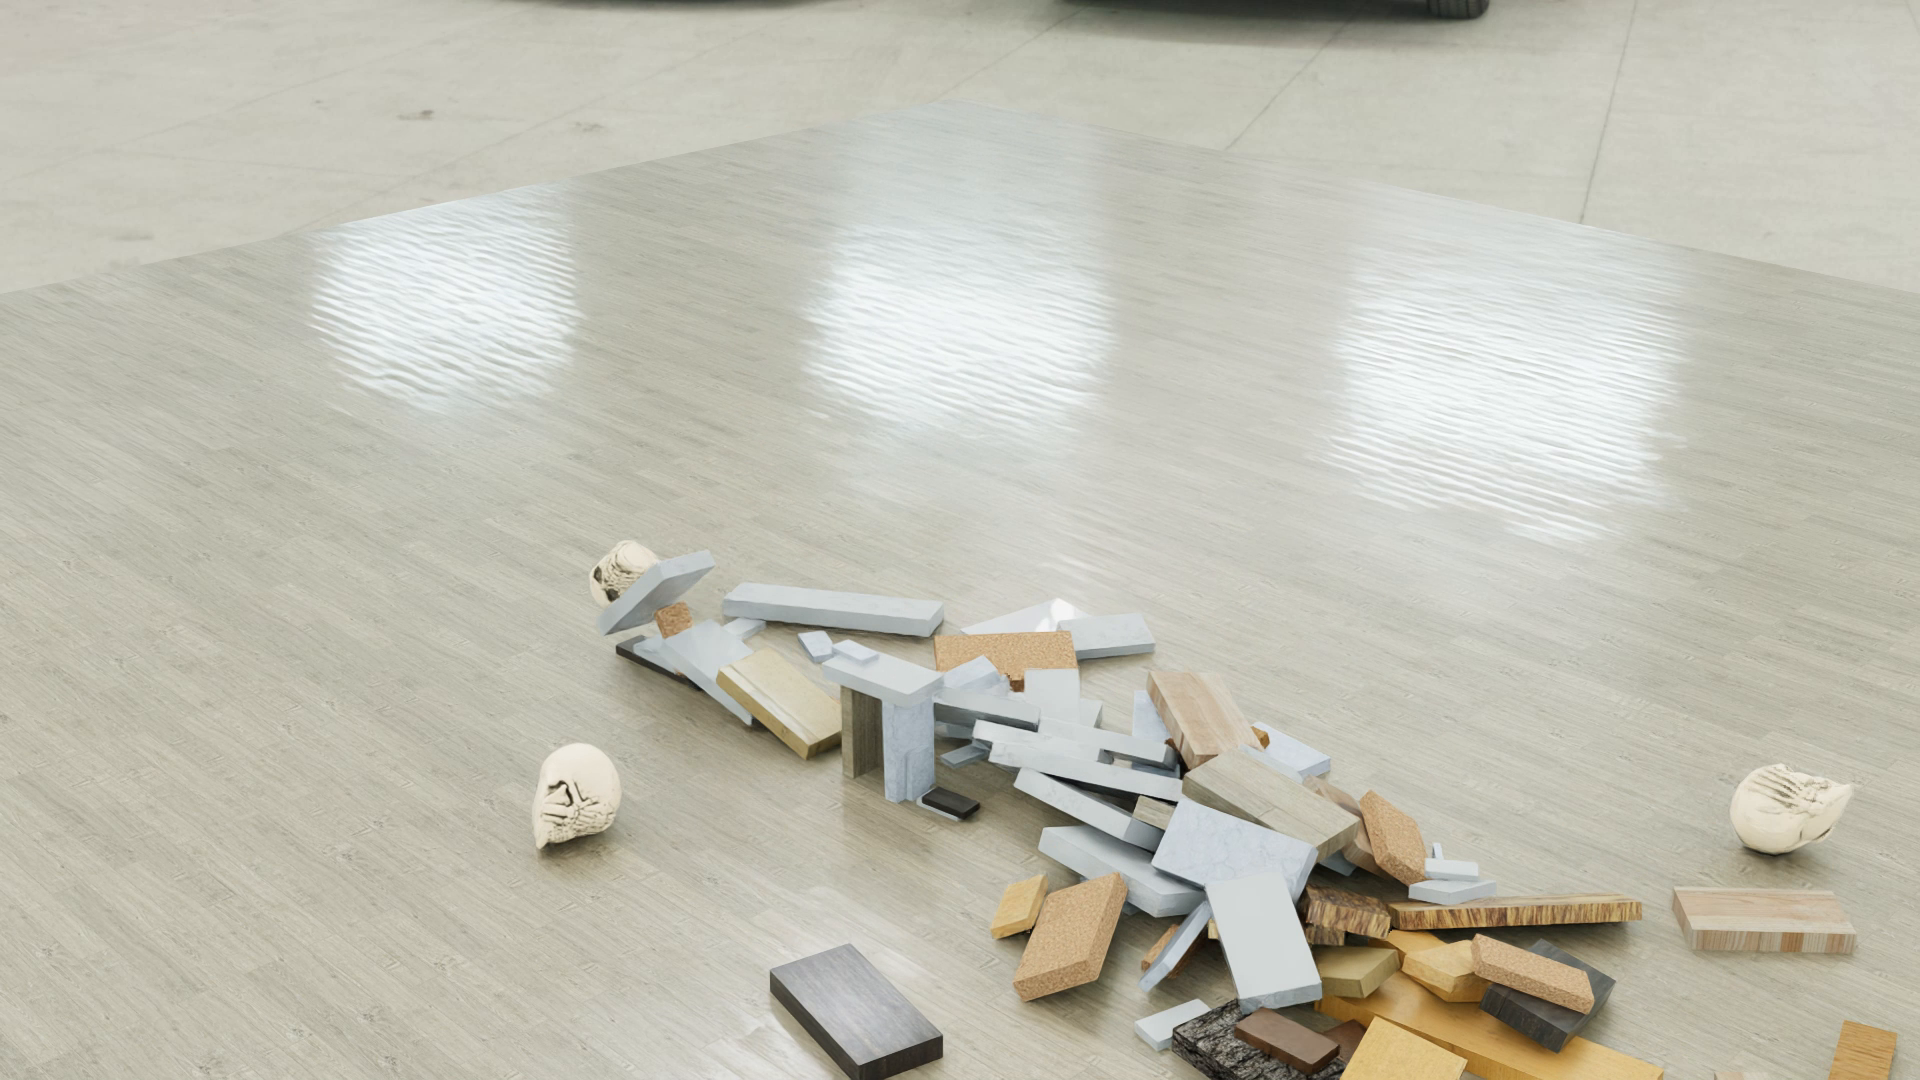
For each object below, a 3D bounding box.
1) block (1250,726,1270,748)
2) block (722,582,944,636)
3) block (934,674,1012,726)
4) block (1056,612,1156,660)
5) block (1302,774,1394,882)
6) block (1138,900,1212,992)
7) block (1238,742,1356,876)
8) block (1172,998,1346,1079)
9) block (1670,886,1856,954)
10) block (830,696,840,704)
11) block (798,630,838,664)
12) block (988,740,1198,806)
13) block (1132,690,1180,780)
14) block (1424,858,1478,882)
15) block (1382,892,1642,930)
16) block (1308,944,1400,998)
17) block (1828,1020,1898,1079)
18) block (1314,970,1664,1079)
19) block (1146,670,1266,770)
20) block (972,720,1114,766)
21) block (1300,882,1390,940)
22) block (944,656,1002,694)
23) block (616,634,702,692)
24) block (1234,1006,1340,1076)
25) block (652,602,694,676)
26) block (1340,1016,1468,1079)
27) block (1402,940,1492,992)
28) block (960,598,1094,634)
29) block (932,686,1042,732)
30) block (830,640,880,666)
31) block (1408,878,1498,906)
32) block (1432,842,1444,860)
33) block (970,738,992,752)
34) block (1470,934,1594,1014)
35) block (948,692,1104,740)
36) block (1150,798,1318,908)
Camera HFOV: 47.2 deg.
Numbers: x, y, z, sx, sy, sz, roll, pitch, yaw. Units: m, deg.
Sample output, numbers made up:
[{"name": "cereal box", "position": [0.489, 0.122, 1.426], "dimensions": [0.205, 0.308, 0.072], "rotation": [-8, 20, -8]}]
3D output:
[{"name": "block", "position": [0.537, 0.415, 4.690], "dimensions": [0.104, 0.030, 0.234], "rotation": [-34, 34, -28]}, {"name": "block", "position": [-0.304, 0.165, 5.290], "dimensions": [0.510, 0.042, 0.148], "rotation": [5, 16, 12]}, {"name": "block", "position": [-0.014, 0.356, 4.754], "dimensions": [0.233, 0.033, 0.117], "rotation": [-15, 18, 23]}, {"name": "block", "position": [0.341, 0.225, 5.138], "dimensions": [0.209, 0.030, 0.104], "rotation": [-5, 42, -18]}, {"name": "block", "position": [0.758, 0.559, 4.281], "dimensions": [0.121, 0.034, 0.241], "rotation": [28, 18, -28]}, {"name": "block", "position": [0.394, 0.717, 3.925], "dimensions": [0.022, 0.078, 0.249], "rotation": [44, 34, 6]}, {"name": "block", "position": [0.655, 0.526, 4.310], "dimensions": [0.153, 0.043, 0.306], "rotation": [27, 18, -31]}, {"name": "block", "position": [0.519, 0.876, 3.638], "dimensions": [0.162, 0.046, 0.324], "rotation": [-16, 28, -33]}, {"name": "block", "position": [1.480, 0.700, 4.057], "dimensions": [0.292, 0.041, 0.146], "rotation": [1, 23, 3]}, {"name": "block", "position": [-0.277, 0.378, 4.847], "dimensions": [0.128, 0.018, 0.064], "rotation": [20, 30, 39]}, {"name": "block", "position": [-0.331, 0.250, 5.149], "dimensions": [0.064, 0.018, 0.128], "rotation": [-8, 24, -18]}, {"name": "block", "position": [0.334, 0.491, 4.419], "dimensions": [0.544, 0.043, 0.153], "rotation": [10, -13, 25]}, {"name": "block", "position": [0.414, 0.430, 4.645], "dimensions": [0.099, 0.028, 0.341], "rotation": [2, 32, 5]}, {"name": "block", "position": [0.927, 0.623, 4.150], "dimensions": [0.097, 0.014, 0.049], "rotation": [4, 23, 10]}, {"name": "block", "position": [1.014, 0.683, 4.049], "dimensions": [0.448, 0.034, 0.121], "rotation": [-2, -1, -4]}, {"name": "block", "position": [0.635, 0.750, 3.849], "dimensions": [0.239, 0.034, 0.119], "rotation": [-5, 14, 45]}, {"name": "block", "position": [1.505, 0.875, 3.668], "dimensions": [0.086, 0.024, 0.202], "rotation": [12, 26, 25]}, {"name": "block", "position": [0.886, 0.844, 3.720], "dimensions": [0.565, 0.041, 0.146], "rotation": [17, 28, 34]}, {"name": "block", "position": [0.514, 0.381, 4.621], "dimensions": [0.157, 0.044, 0.350], "rotation": [3, 25, -13]}, {"name": "block", "position": [0.172, 0.429, 4.535], "dimensions": [0.268, 0.038, 0.134], "rotation": [11, -12, 19]}, {"name": "block", "position": [0.690, 0.665, 3.957], "dimensions": [0.140, 0.040, 0.280], "rotation": [12, -1, 7]}, {"name": "block", "position": [-0.034, 0.326, 4.755], "dimensions": [0.233, 0.033, 0.117], "rotation": [-24, 17, -8]}, {"name": "block", "position": [-0.670, 0.282, 5.069], "dimensions": [0.290, 0.022, 0.077], "rotation": [19, 30, 38]}, {"name": "block", "position": [0.543, 0.832, 3.654], "dimensions": [0.157, 0.022, 0.078], "rotation": [20, 30, 39]}, {"name": "block", "position": [-0.633, 0.223, 4.996], "dimensions": [0.077, 0.155, 0.022], "rotation": [-21, -2, -41]}, {"name": "block", "position": [0.673, 0.904, 3.486], "dimensions": [0.162, 0.046, 0.324], "rotation": [24, 36, 19]}, {"name": "block", "position": [0.862, 0.735, 3.797], "dimensions": [0.099, 0.028, 0.199], "rotation": [19, 13, 42]}, {"name": "block", "position": [0.163, 0.218, 5.194], "dimensions": [0.297, 0.042, 0.149], "rotation": [-16, 28, -33]}, {"name": "block", "position": [0.037, 0.358, 4.600], "dimensions": [0.268, 0.038, 0.134], "rotation": [11, -20, 9]}, {"name": "block", "position": [-0.216, 0.232, 4.526], "dimensions": [0.048, 0.014, 0.095], "rotation": [-21, 30, -40]}, {"name": "block", "position": [0.922, 0.653, 4.109], "dimensions": [0.086, 0.024, 0.172], "rotation": [5, 4, 43]}, {"name": "block", "position": [0.918, 0.627, 4.220], "dimensions": [0.014, 0.049, 0.097], "rotation": [2, 23, 5]}, {"name": "block", "position": [0.075, 0.427, 4.666], "dimensions": [0.095, 0.048, 0.014], "rotation": [17, 15, 7]}, {"name": "block", "position": [0.969, 0.735, 3.728], "dimensions": [0.199, 0.028, 0.099], "rotation": [19, 19, 1]}, {"name": "block", "position": [0.143, 0.389, 4.787], "dimensions": [0.314, 0.044, 0.157], "rotation": [5, 24, 12]}, {"name": "block", "position": [0.505, 0.587, 4.056], "dimensions": [0.280, 0.140, 0.040], "rotation": [17, -16, 33]}]
